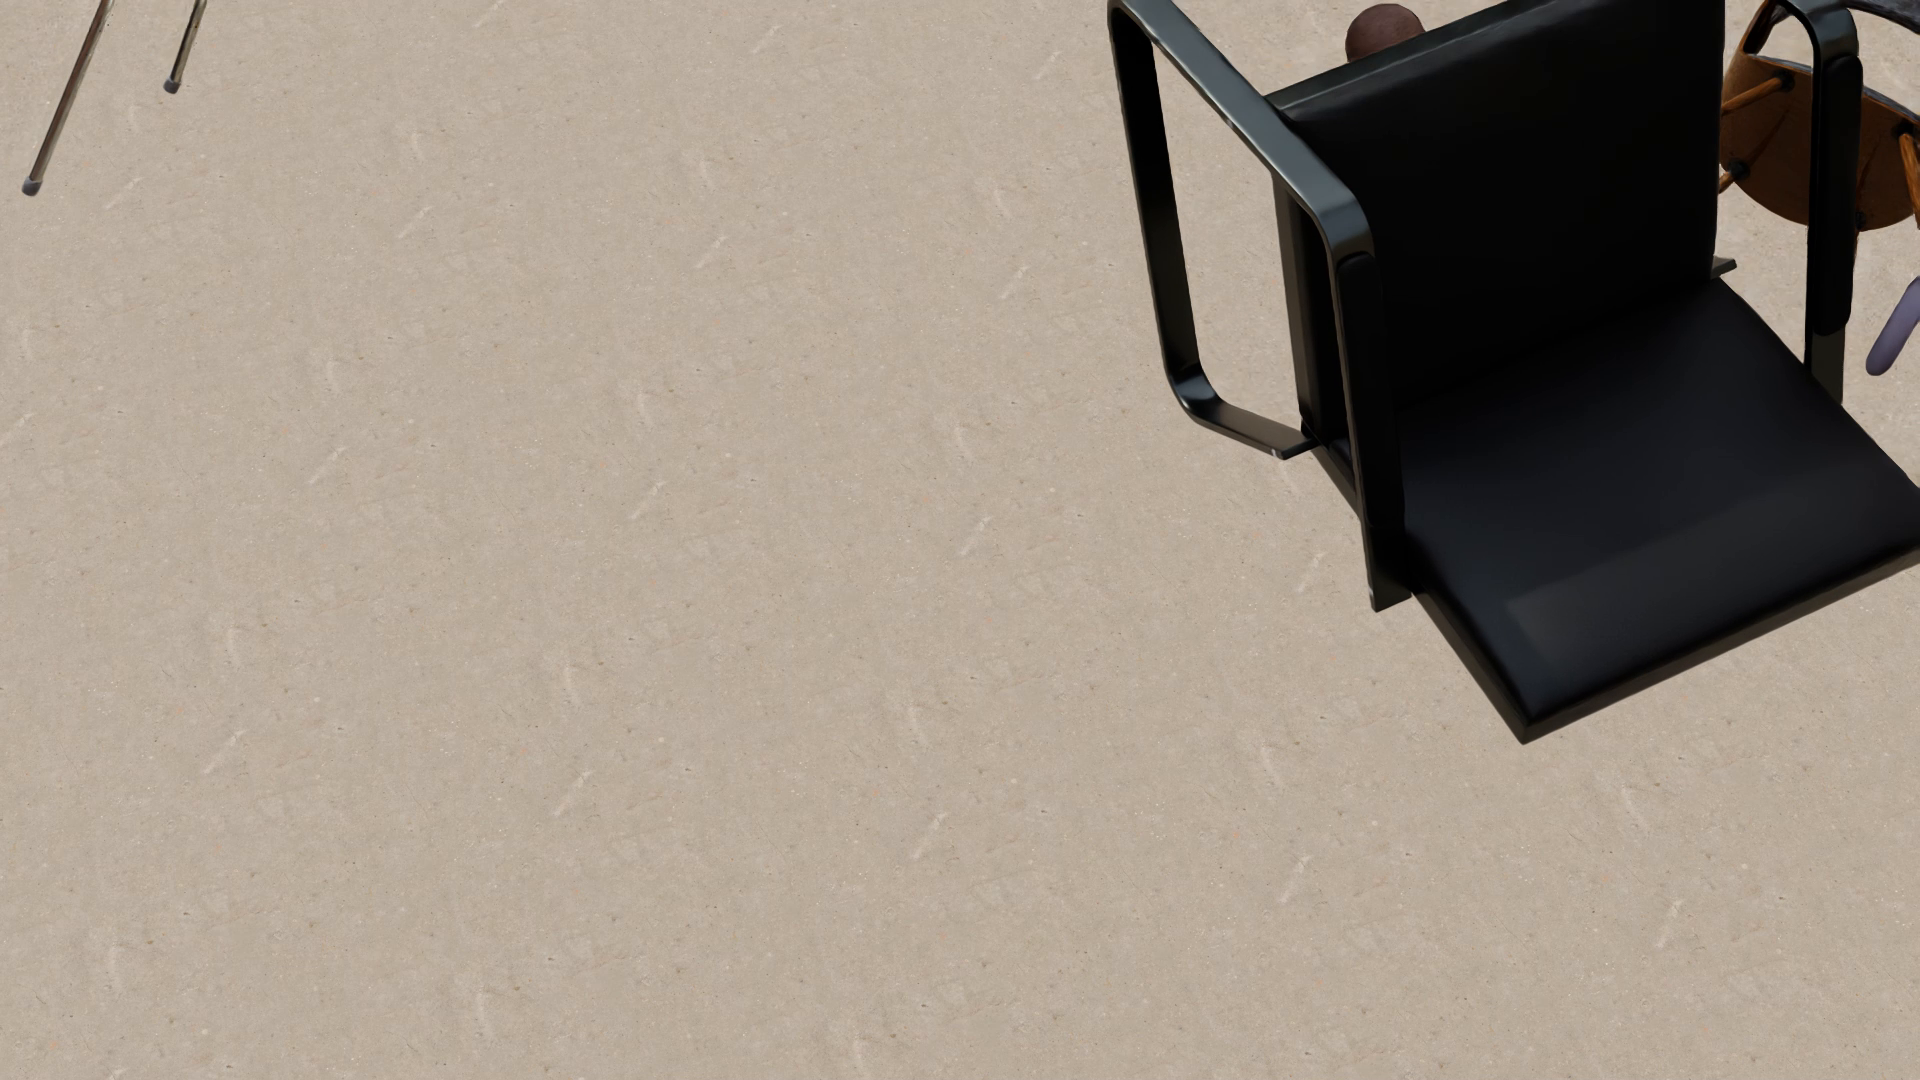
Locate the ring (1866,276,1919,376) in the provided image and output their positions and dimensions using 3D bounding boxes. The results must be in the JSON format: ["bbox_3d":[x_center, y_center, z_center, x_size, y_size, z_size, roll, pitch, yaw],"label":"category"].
[{"bbox_3d":[1.893,-0.433,4.426,0.050,0.114,0.280,31,66,17],"label":"ring"}]
